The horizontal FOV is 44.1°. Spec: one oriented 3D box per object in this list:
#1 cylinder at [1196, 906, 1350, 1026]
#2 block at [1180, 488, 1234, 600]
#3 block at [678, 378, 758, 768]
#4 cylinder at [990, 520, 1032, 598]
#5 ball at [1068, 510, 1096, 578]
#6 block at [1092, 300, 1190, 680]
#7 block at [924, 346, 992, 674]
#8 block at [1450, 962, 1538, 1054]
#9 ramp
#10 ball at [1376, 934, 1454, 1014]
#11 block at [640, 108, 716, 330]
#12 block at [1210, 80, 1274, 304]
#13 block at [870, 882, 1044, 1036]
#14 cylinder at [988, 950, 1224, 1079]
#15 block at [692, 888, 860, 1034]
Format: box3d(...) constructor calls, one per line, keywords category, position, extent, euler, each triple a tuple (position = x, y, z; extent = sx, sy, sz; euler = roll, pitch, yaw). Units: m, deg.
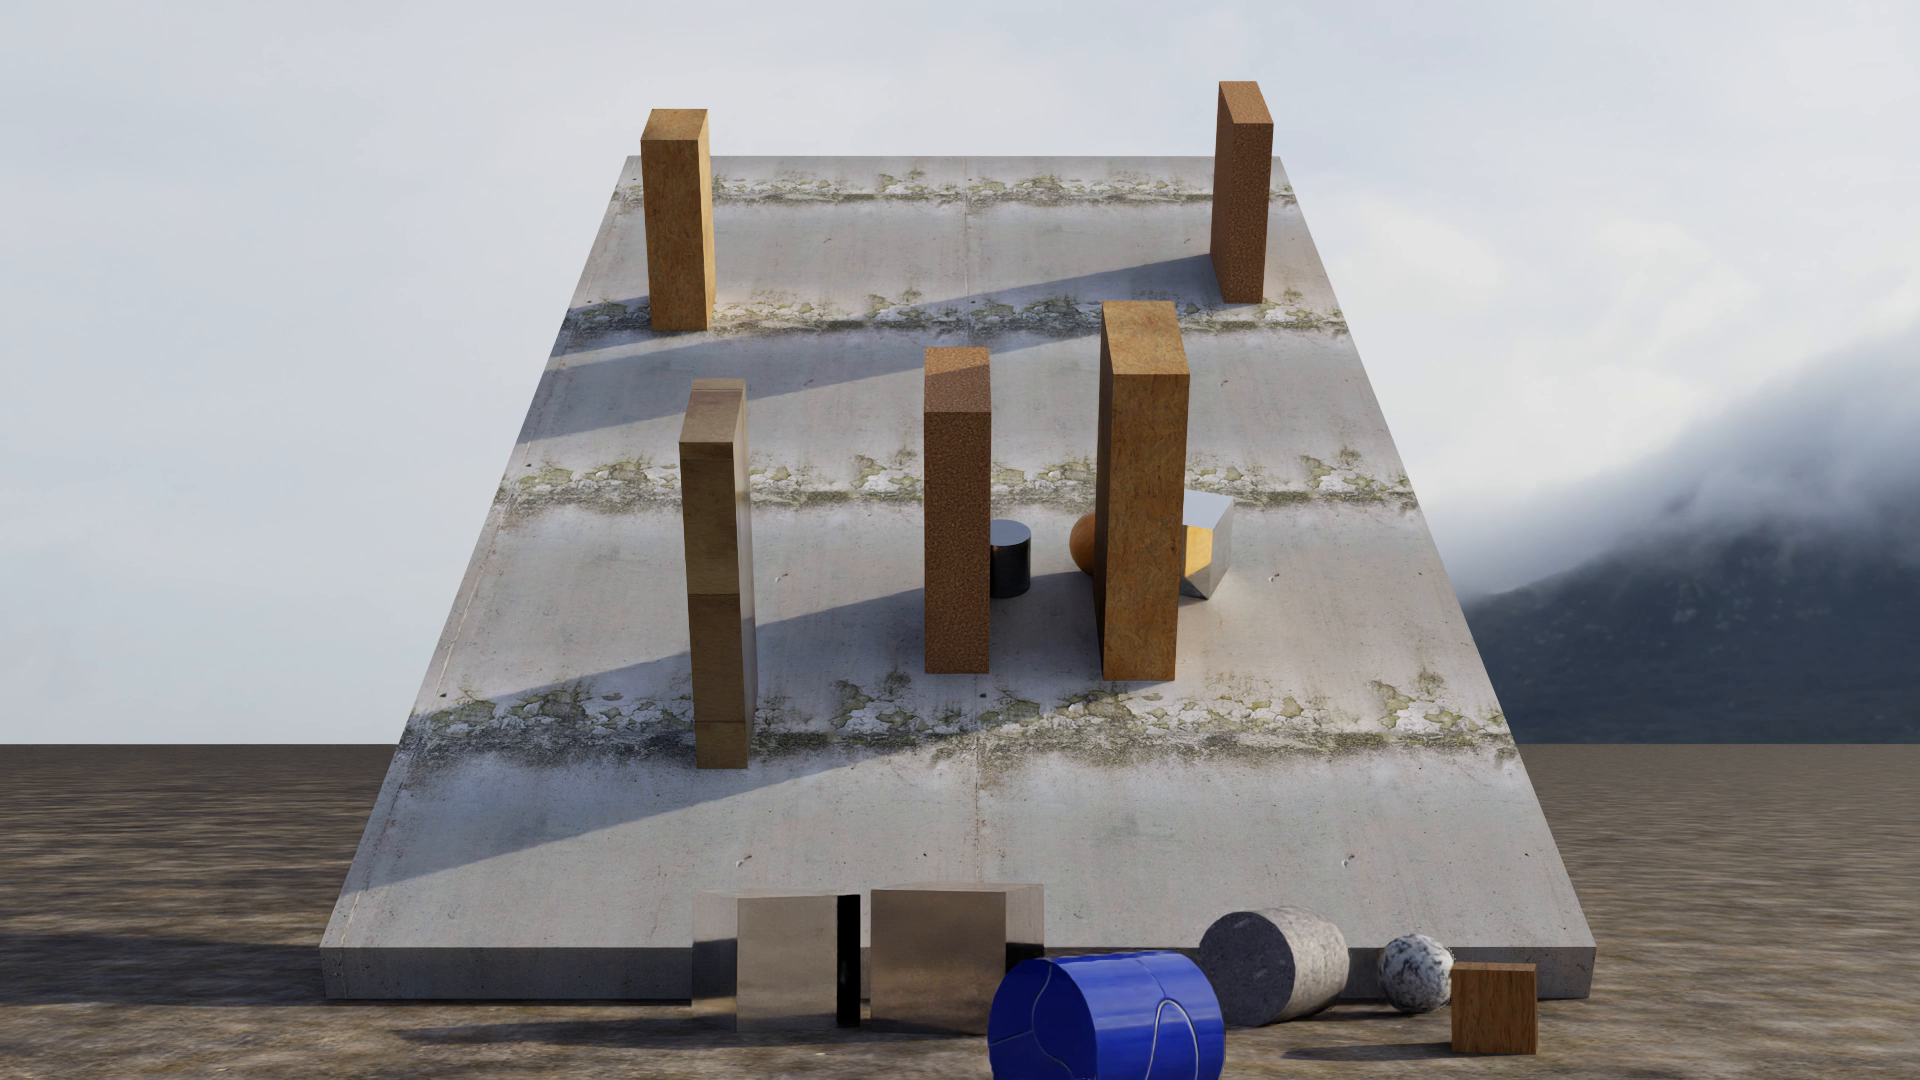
box3d(category="cylinder", position=(0.458, 0.621, 3.468), extent=(0.163, 0.163, 0.163), euler=(-4, -6, 37))
box3d(category="block", position=(0.451, 0.004, 4.784), extent=(0.158, 0.158, 0.158), euler=(10, 29, 19))
box3d(category="block", position=(-0.418, 0.061, 4.145), extent=(0.089, 0.631, 0.266), euler=(0, 27, 0))
box3d(category="cylinder", position=(0.083, 0.038, 4.758), extent=(0.118, 0.118, 0.118), euler=(0, 27, 0))
box3d(category="ball", position=(0.292, 0.007, 4.792), extent=(0.143, 0.143, 0.143), euler=(0, -5, 0))
box3d(category="block", position=(0.335, -0.094, 4.462), extent=(0.134, 0.623, 0.353), euler=(0, 27, 0))
box3d(category="block", position=(-0.006, -0.057, 4.481), extent=(0.121, 0.538, 0.304), euler=(0, 27, 0))
box3d(category="block", position=(0.713, 0.623, 3.162), extent=(0.107, 0.107, 0.107), euler=(-1, -5, 15))
box3d(category="ramp", position=(-0.011, -0.226, 5.516), extent=(2.000, 0.100, 4.000), euler=(0, 27, 0))
box3d(category="ball", position=(0.683, 0.650, 3.554), extent=(0.118, 0.118, 0.118), euler=(0, -5, 0))
box3d(category="block", position=(-0.709, -0.811, 6.001), extent=(0.141, 0.498, 0.261), euler=(0, 27, 0))
box3d(category="block", position=(0.737, -0.917, 6.233), extent=(0.100, 0.483, 0.377), euler=(0, 27, 0))
box3d(category="block", position=(-0.002, 0.597, 3.399), extent=(0.199, 0.199, 0.199), euler=(-1, -5, 17))
box3d(category="cylinder", position=(0.156, 0.535, 2.546), extent=(0.180, 0.180, 0.180), euler=(4, -6, -37))
box3d(category="block", position=(-0.268, 0.605, 3.436), extent=(0.187, 0.187, 0.187), euler=(2, -5, -26))
